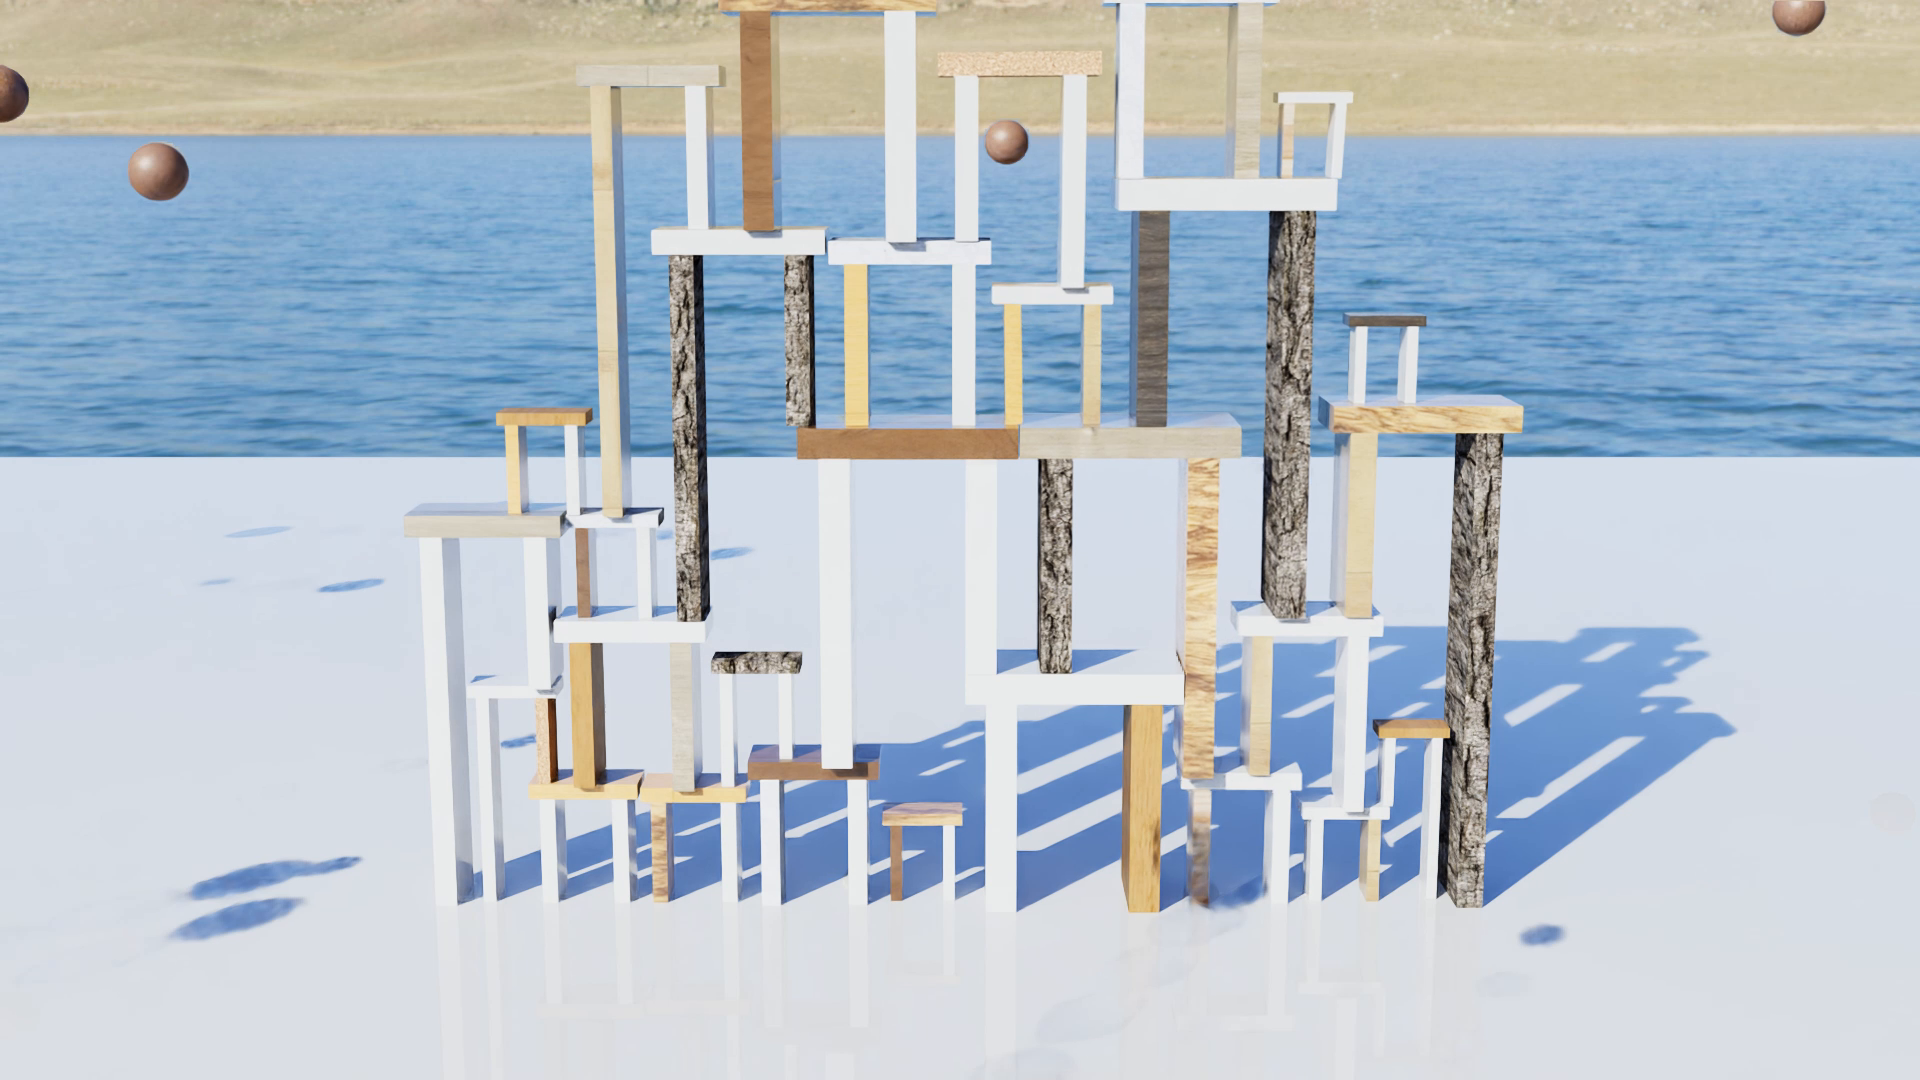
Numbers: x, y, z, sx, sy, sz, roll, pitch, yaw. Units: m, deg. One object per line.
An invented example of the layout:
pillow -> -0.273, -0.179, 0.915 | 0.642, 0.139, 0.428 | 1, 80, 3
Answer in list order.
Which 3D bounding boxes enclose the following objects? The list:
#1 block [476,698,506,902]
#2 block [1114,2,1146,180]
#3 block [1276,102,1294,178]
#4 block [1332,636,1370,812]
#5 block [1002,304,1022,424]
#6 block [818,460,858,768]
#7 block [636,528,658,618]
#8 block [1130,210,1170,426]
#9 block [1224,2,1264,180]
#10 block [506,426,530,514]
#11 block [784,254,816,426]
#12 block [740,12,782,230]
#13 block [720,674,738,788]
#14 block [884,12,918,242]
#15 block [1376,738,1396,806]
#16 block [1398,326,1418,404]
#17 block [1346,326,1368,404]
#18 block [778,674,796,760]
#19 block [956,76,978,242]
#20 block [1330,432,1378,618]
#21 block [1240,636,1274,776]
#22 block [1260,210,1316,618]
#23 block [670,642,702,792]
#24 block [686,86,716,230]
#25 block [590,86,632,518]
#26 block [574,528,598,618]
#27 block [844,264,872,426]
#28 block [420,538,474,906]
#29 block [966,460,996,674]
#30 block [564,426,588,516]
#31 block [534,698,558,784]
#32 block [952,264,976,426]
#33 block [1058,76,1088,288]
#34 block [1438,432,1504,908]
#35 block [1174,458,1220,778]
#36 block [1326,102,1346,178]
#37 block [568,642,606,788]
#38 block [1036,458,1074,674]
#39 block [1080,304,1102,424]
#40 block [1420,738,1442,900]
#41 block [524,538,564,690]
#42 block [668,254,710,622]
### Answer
block -> -0.775, 0.420, 3.634 | 0.020, 0.346, 0.072 | 0, 11, 0
block -> 0.264, -0.698, 3.427 | 0.037, 0.265, 0.132 | 0, 11, 1
block -> 0.509, -0.625, 3.441 | 0.016, 0.115, 0.058 | 0, 12, -1
block -> 0.640, 0.288, 3.609 | 0.033, 0.293, 0.116 | 0, 11, 0
block -> 0.084, -0.285, 3.504 | 0.027, 0.189, 0.095 | -1, 11, 0
block -> -0.197, 0.105, 3.574 | 0.049, 0.502, 0.173 | 0, 11, 0
block -> -0.508, 0.046, 3.570 | 0.021, 0.148, 0.074 | 0, 11, 0
block -> 0.300, -0.358, 3.495 | 0.047, 0.335, 0.167 | 0, 11, 0
block -> 0.441, -0.698, 3.424 | 0.037, 0.265, 0.132 | 0, 11, 0
block -> -0.711, -0.118, 3.534 | 0.020, 0.141, 0.071 | 0, 11, 0
block -> -0.254, -0.323, 3.501 | 0.038, 0.268, 0.134 | 0, 11, 0
block -> -0.310, -0.653, 3.435 | 0.047, 0.329, 0.164 | 0, 11, 0
block -> -0.379, 0.304, 3.613 | 0.020, 0.190, 0.072 | 0, 11, 0
block -> -0.091, -0.644, 3.437 | 0.047, 0.346, 0.164 | 0, 11, 0
block -> 0.703, 0.375, 3.629 | 0.016, 0.115, 0.058 | 0, 10, 0
block -> 0.715, -0.283, 3.509 | 0.017, 0.122, 0.061 | 0, 11, -1
block -> 0.634, -0.282, 3.508 | 0.017, 0.122, 0.061 | 0, 11, -1
block -> -0.284, 0.281, 3.609 | 0.020, 0.143, 0.072 | 0, 11, 0
block -> 0.010, -0.597, 3.445 | 0.035, 0.250, 0.125 | 0, 11, 0
block -> 0.635, -0.036, 3.557 | 0.042, 0.297, 0.148 | 0, 11, 0
block -> 0.485, 0.257, 3.601 | 0.033, 0.231, 0.116 | 0, 11, -1
block -> 0.524, -0.206, 3.523 | 0.047, 0.642, 0.167 | 0, 10, -1
block -> -0.449, 0.275, 3.608 | 0.034, 0.248, 0.121 | 0, 11, 0
block -> -0.406, -0.599, 3.447 | 0.031, 0.219, 0.109 | 0, 11, 0
block -> -0.552, -0.377, 3.489 | 0.031, 0.672, 0.109 | 0, 11, 0
block -> -0.606, 0.046, 3.570 | 0.021, 0.148, 0.074 | 0, 11, 0
block -> -0.163, -0.316, 3.503 | 0.036, 0.253, 0.126 | 0, 11, 0
block -> -0.843, 0.287, 3.615 | 0.035, 0.615, 0.124 | 0, 11, 0
block -> 0.034, 0.028, 3.560 | 0.049, 0.347, 0.173 | 0, 11, 0
block -> -0.617, -0.117, 3.534 | 0.020, 0.144, 0.071 | 0, 11, 0
block -> -0.679, 0.321, 3.615 | 0.020, 0.144, 0.072 | 0, 10, 0
block -> 0.006, -0.316, 3.503 | 0.036, 0.253, 0.126 | 0, 11, 0
block -> 0.175, -0.563, 3.449 | 0.035, 0.323, 0.125 | 0, 11, 0
block -> 0.834, 0.204, 3.603 | 0.042, 0.784, 0.149 | 0, 11, 0
block -> 0.384, 0.112, 3.580 | 0.049, 0.522, 0.173 | 0, 11, 0
block -> 0.588, -0.626, 3.442 | 0.016, 0.115, 0.058 | 2, 12, -1
block -> -0.610, 0.272, 3.608 | 0.034, 0.242, 0.121 | 0, 11, 0
block -> 0.153, 0.028, 3.564 | 0.049, 0.347, 0.173 | 0, 11, 0
block -> 0.208, -0.285, 3.503 | 0.027, 0.189, 0.094 | 0, 11, 0
block -> 0.780, 0.454, 3.644 | 0.016, 0.277, 0.058 | 0, 11, 0
block -> -0.677, 0.107, 3.581 | 0.035, 0.248, 0.124 | 0, 11, 0
block -> -0.433, -0.168, 3.529 | 0.038, 0.584, 0.134 | 0, 11, 0
